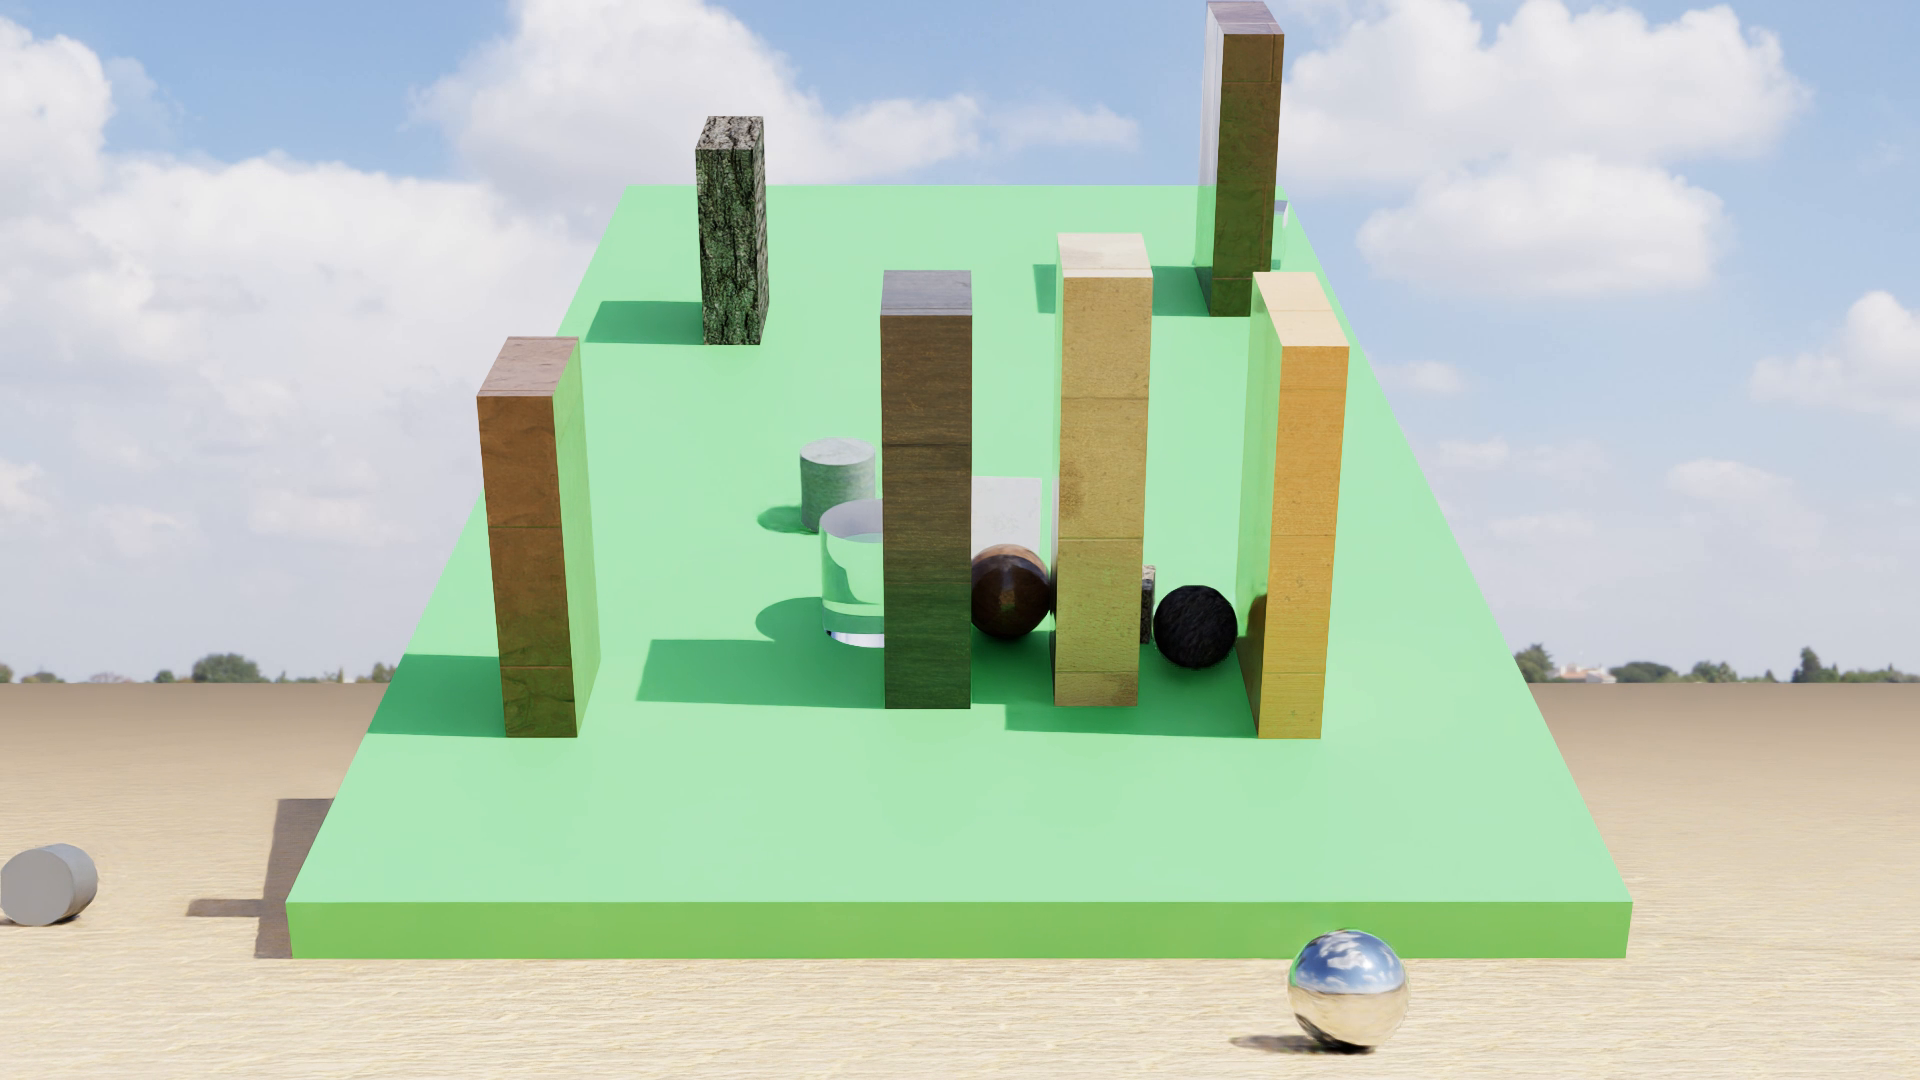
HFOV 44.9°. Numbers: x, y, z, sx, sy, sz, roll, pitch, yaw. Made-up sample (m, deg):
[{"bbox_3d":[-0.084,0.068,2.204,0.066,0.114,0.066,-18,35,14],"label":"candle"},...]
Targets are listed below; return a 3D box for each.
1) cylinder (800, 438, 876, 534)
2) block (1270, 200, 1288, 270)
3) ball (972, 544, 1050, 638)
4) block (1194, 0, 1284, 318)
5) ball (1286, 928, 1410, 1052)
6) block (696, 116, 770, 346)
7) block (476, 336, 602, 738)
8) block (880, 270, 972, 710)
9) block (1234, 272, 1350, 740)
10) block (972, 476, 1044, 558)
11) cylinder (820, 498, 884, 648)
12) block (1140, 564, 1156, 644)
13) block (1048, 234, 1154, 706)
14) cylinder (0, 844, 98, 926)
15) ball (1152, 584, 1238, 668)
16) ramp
[{"bbox_3d":[-0.246,-0.110,4.720,0.153,0.153,0.153,0,24,0],"label":"cylinder"},{"bbox_3d":[0.813,-0.841,6.375,0.152,0.152,0.152,5,24,11],"label":"block"},{"bbox_3d":[0.085,0.092,4.239,0.173,0.173,0.173,0,-3,0],"label":"ball"},{"bbox_3d":[0.714,-0.987,5.999,0.148,0.722,0.423,0,24,0],"label":"block"},{"bbox_3d":[0.440,0.510,2.637,0.137,0.137,0.137,0,-3,0],"label":"ball"},{"bbox_3d":[-0.563,-0.773,5.794,0.139,0.493,0.332,0,24,0],"label":"block"},{"bbox_3d":[-0.703,-0.006,3.915,0.120,0.612,0.290,0,24,0],"label":"block"},{"bbox_3d":[-0.055,-0.083,3.969,0.148,0.712,0.241,0,24,0],"label":"block"},{"bbox_3d":[0.554,-0.062,3.943,0.105,0.697,0.385,0,24,0],"label":"block"},{"bbox_3d":[0.069,-0.019,4.414,0.169,0.169,0.169,2,-11,4],"label":"block"},{"bbox_3d":[-0.152,0.059,4.273,0.207,0.207,0.207,0,24,0],"label":"cylinder"},{"bbox_3d":[0.299,0.115,4.269,0.109,0.109,0.109,4,24,8],"label":"block"},{"bbox_3d":[0.235,-0.116,3.970,0.143,0.772,0.246,0,24,0],"label":"block"},{"bbox_3d":[-1.571,0.594,4.005,0.130,0.130,0.130,0,-3,-3],"label":"cylinder"},{"bbox_3d":[0.418,0.154,4.132,0.150,0.150,0.150,0,-3,0],"label":"ball"},{"bbox_3d":[-0.008,-0.228,5.298,2.000,0.100,4.000,0,24,0],"label":"ramp"}]
